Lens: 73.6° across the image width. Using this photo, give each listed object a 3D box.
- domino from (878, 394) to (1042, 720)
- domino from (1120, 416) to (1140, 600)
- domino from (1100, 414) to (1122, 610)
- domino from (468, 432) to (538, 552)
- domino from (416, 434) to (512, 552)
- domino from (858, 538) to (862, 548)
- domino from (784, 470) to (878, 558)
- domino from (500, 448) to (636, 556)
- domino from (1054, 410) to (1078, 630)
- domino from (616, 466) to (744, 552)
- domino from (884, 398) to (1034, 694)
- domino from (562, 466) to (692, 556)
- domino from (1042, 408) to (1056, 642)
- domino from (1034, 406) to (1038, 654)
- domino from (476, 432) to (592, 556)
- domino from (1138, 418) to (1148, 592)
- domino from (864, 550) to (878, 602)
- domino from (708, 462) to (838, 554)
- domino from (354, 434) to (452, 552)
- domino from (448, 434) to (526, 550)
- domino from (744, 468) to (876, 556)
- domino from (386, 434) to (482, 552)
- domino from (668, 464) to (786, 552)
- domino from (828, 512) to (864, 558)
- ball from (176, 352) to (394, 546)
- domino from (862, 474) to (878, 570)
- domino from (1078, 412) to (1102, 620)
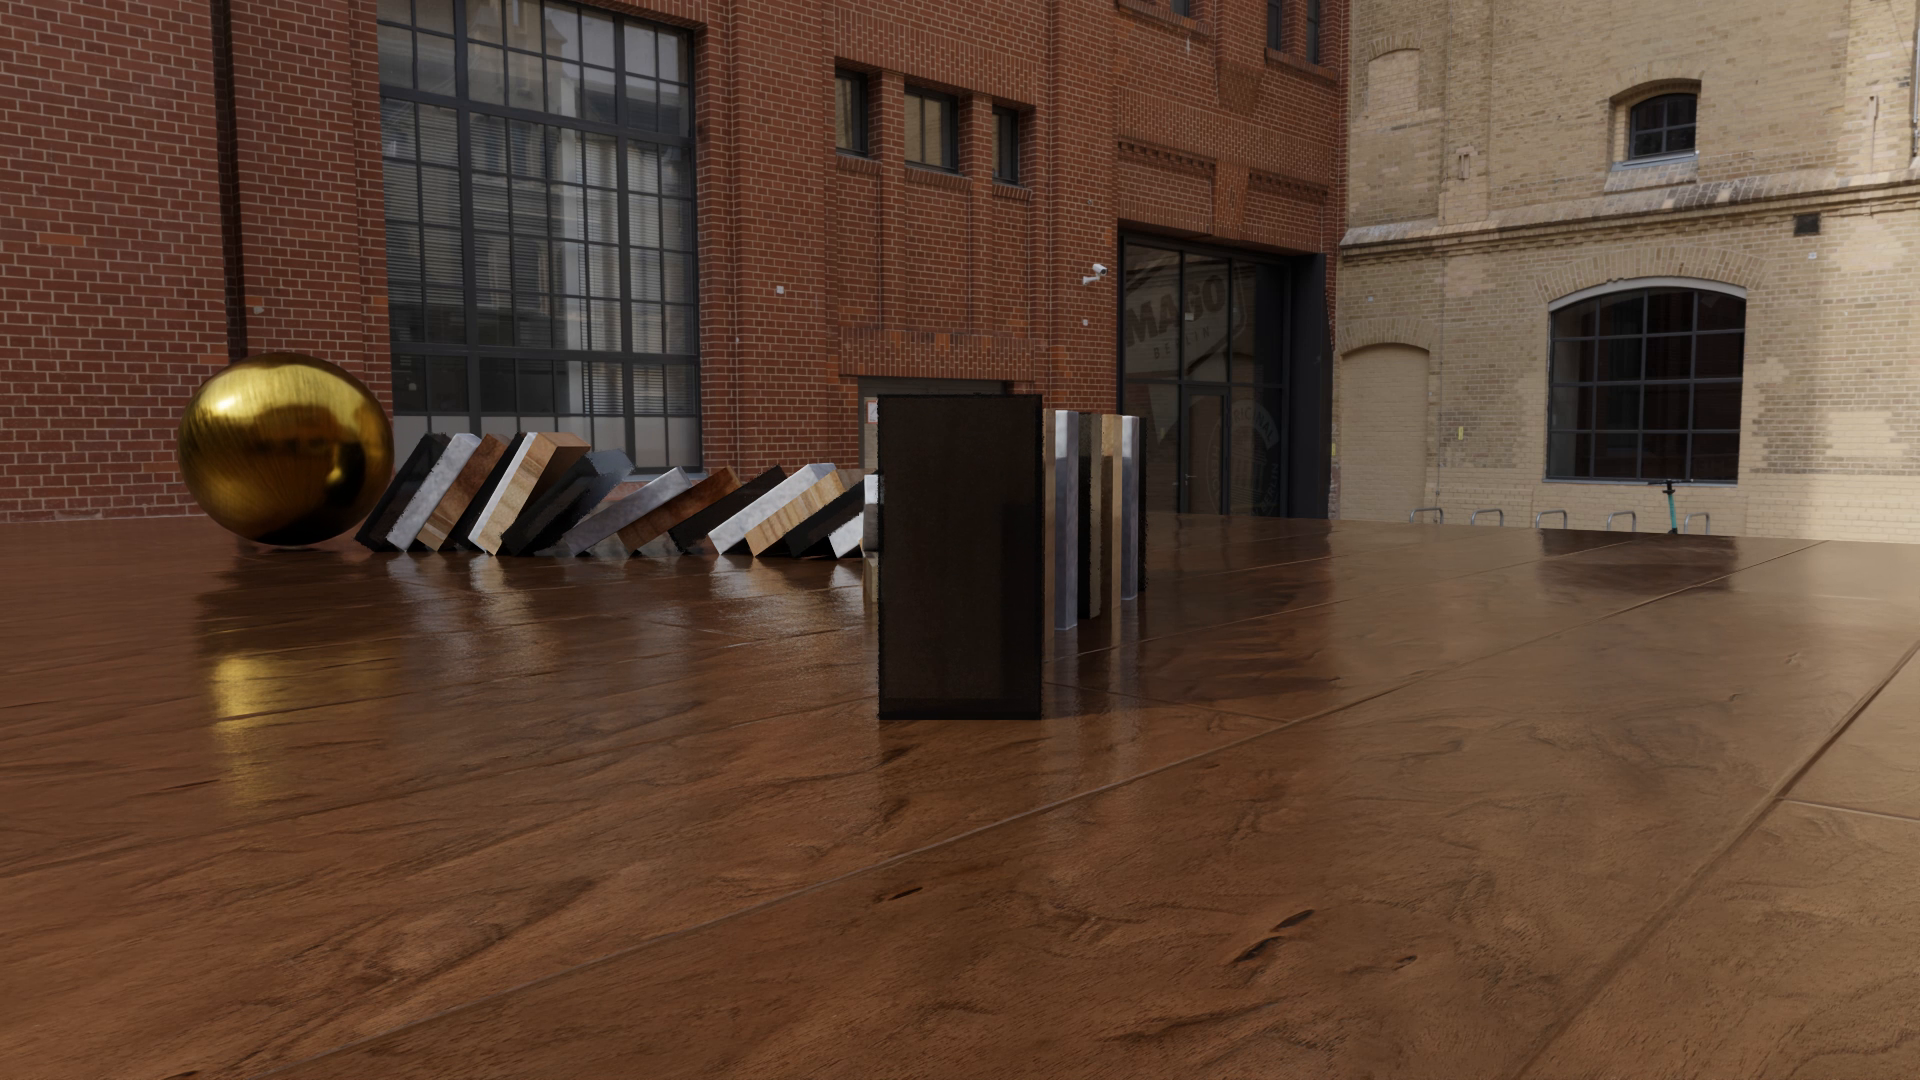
[{"bbox_3d":[0.000,0.002,0.201,0.025,0.050,0.009,0,4,0],"label":"domino"},{"bbox_3d":[0.036,-0.009,0.357,0.025,0.050,0.010,1,5,19],"label":"domino"},{"bbox_3d":[0.029,-0.008,0.338,0.025,0.050,0.009,2,5,21],"label":"domino"},{"bbox_3d":[-0.173,-0.019,0.511,0.009,0.050,0.025,35,11,9],"label":"domino"},{"bbox_3d":[-0.198,-0.020,0.519,0.010,0.050,0.025,34,0,-8],"label":"domino"},{"bbox_3d":[-0.011,-0.006,0.441,0.025,0.009,0.050,-3,-22,-36],"label":"domino"},{"bbox_3d":[-0.038,-0.010,0.472,0.050,0.009,0.025,-32,-14,29],"label":"domino"},{"bbox_3d":[-0.149,-0.014,0.487,0.050,0.009,0.025,-40,-3,18],"label":"domino"},{"bbox_3d":[0.014,-0.005,0.300,0.025,0.050,0.010,2,5,21],"label":"domino"},{"bbox_3d":[-0.110,-0.013,0.506,0.050,0.010,0.025,-31,6,-5],"label":"domino"},{"bbox_3d":[0.000,0.001,0.221,0.025,0.050,0.009,0,4,1],"label":"domino"},{"bbox_3d":[-0.129,-0.012,0.501,0.050,0.009,0.025,-31,8,-5],"label":"domino"},{"bbox_3d":[0.008,-0.004,0.281,0.025,0.050,0.009,1,4,17],"label":"domino"},{"bbox_3d":[0.003,-0.002,0.261,0.025,0.050,0.009,1,4,9],"label":"domino"},{"bbox_3d":[-0.165,-0.018,0.497,0.010,0.050,0.025,35,11,9],"label":"domino"},{"bbox_3d":[0.042,-0.011,0.376,0.025,0.050,0.009,1,4,10],"label":"domino"},{"bbox_3d":[-0.014,0.010,0.373,0.025,0.010,0.050,-1,4,-7],"label":"domino"},{"bbox_3d":[-0.071,-0.012,0.498,0.050,0.010,0.025,-33,-5,16],"label":"domino"},{"bbox_3d":[-0.221,-0.019,0.516,0.010,0.050,0.025,34,0,-8],"label":"domino"},{"bbox_3d":[-0.185,-0.020,0.521,0.010,0.050,0.025,35,3,-2],"label":"domino"},{"bbox_3d":[-0.055,-0.010,0.483,0.050,0.010,0.025,-33,-13,29],"label":"domino"},{"bbox_3d":[-0.210,-0.020,0.517,0.009,0.050,0.025,34,0,-8],"label":"domino"},{"bbox_3d":[-0.091,-0.013,0.510,0.050,0.010,0.025,-31,6,-5],"label":"domino"},{"bbox_3d":[-0.021,-0.009,0.462,0.050,0.010,0.025,-33,-17,30],"label":"domino"},{"bbox_3d":[-0.278,-0.037,0.531,0.080,0.080,0.080,0,4,0],"label":"ball"},{"bbox_3d":[-0.017,-0.004,0.393,0.025,0.010,0.050,-1,-25,-6],"label":"domino"},{"bbox_3d":[0.022,-0.006,0.319,0.025,0.050,0.010,2,5,22],"label":"domino"}]
